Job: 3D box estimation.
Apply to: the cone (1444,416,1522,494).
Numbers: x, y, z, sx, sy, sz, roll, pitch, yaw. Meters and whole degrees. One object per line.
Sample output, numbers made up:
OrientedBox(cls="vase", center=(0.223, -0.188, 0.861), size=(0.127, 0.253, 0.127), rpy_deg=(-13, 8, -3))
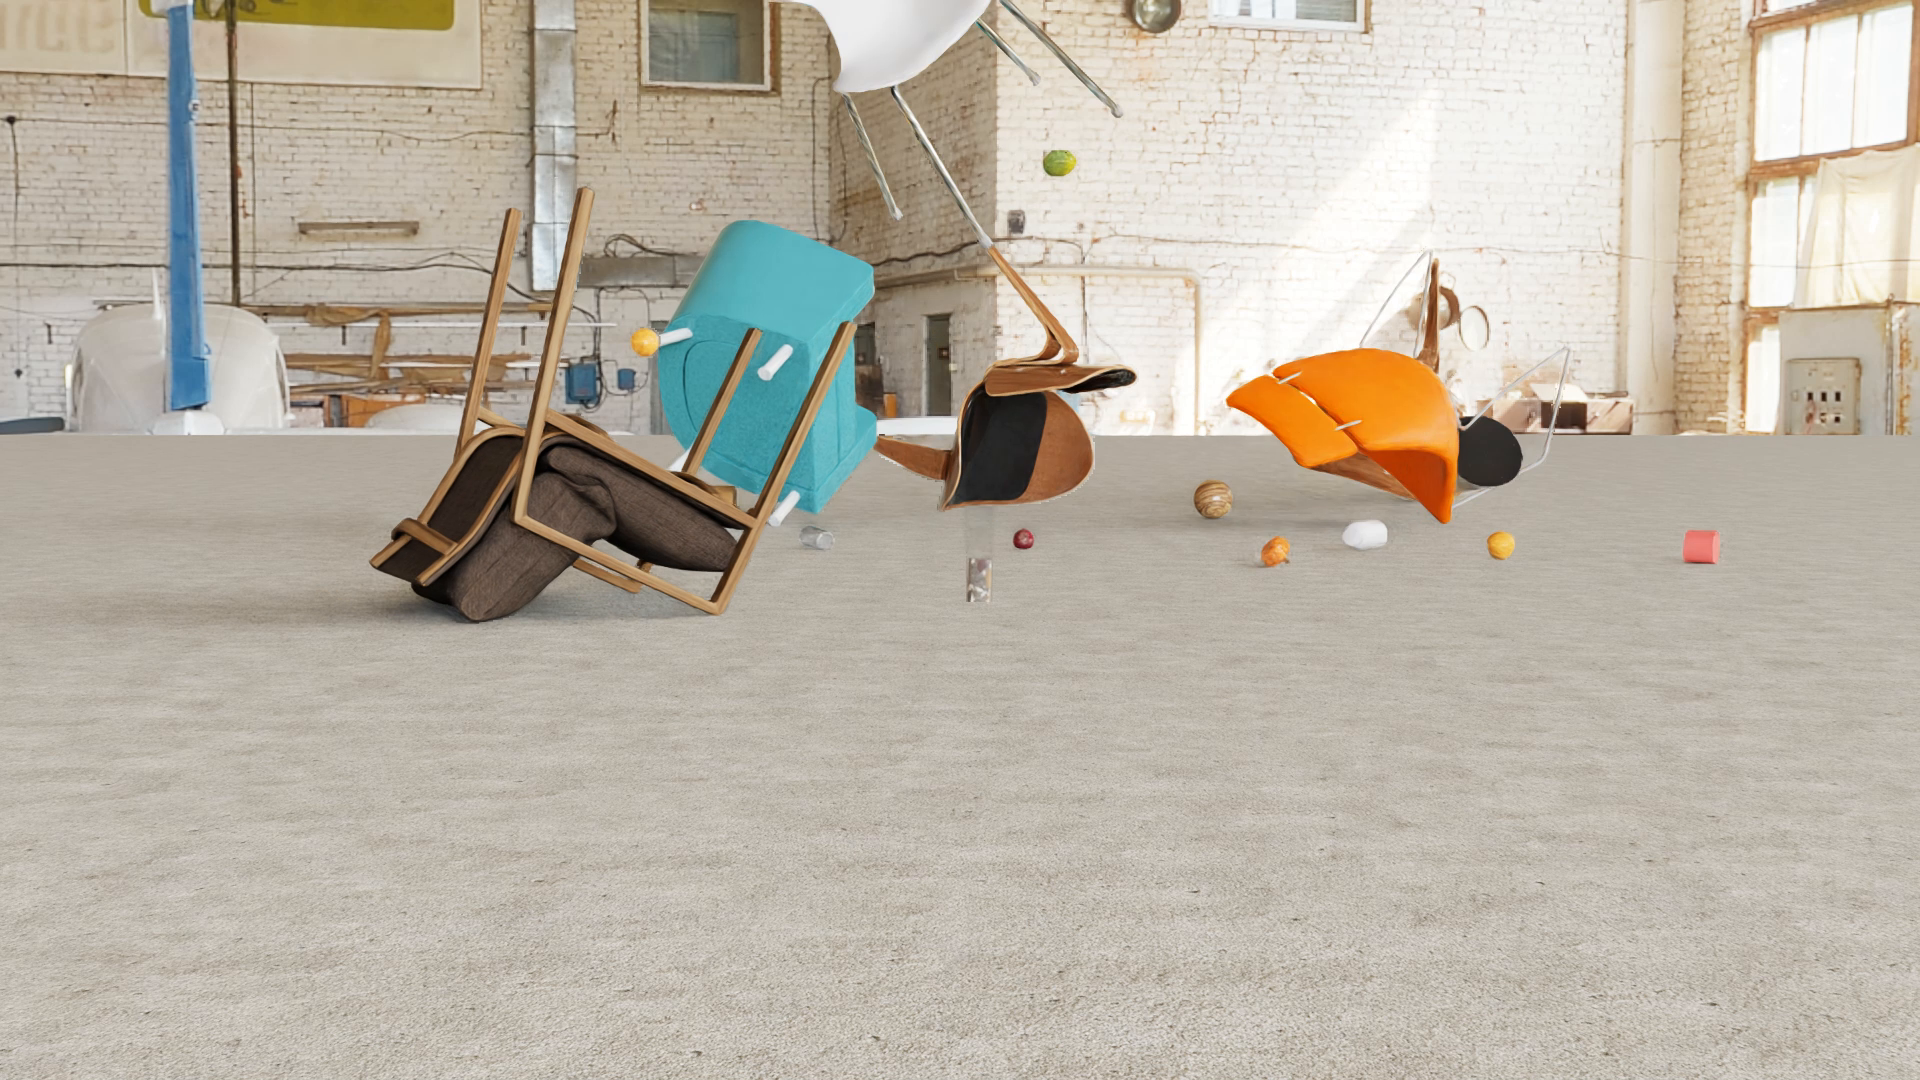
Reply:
OrientedBox(cls="cone", center=(1.717, -0.228, 7.438), size=(0.271, 0.273, 0.297), rpy_deg=(31, -28, 7))

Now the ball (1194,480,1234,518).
OrientedBox(cls="ball", center=(0.877, -0.142, 7.611), size=(0.137, 0.137, 0.137), rpy_deg=(0, 4, 0))

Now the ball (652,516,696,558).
OrientedBox(cls="ball", center=(-0.760, -0.009, 5.837), size=(0.114, 0.114, 0.114), rpy_deg=(0, 4, 0))

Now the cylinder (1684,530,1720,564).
OrientedBox(cls="cylinder", center=(1.914, 0.018, 5.675), size=(0.072, 0.080, 0.089), rpy_deg=(2, 45, 32))

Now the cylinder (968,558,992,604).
OrientedBox(cls="cylinder", center=(0.041, 0.086, 4.617), size=(0.034, 0.092, 0.060), rpy_deg=(-2, 5, -45))
